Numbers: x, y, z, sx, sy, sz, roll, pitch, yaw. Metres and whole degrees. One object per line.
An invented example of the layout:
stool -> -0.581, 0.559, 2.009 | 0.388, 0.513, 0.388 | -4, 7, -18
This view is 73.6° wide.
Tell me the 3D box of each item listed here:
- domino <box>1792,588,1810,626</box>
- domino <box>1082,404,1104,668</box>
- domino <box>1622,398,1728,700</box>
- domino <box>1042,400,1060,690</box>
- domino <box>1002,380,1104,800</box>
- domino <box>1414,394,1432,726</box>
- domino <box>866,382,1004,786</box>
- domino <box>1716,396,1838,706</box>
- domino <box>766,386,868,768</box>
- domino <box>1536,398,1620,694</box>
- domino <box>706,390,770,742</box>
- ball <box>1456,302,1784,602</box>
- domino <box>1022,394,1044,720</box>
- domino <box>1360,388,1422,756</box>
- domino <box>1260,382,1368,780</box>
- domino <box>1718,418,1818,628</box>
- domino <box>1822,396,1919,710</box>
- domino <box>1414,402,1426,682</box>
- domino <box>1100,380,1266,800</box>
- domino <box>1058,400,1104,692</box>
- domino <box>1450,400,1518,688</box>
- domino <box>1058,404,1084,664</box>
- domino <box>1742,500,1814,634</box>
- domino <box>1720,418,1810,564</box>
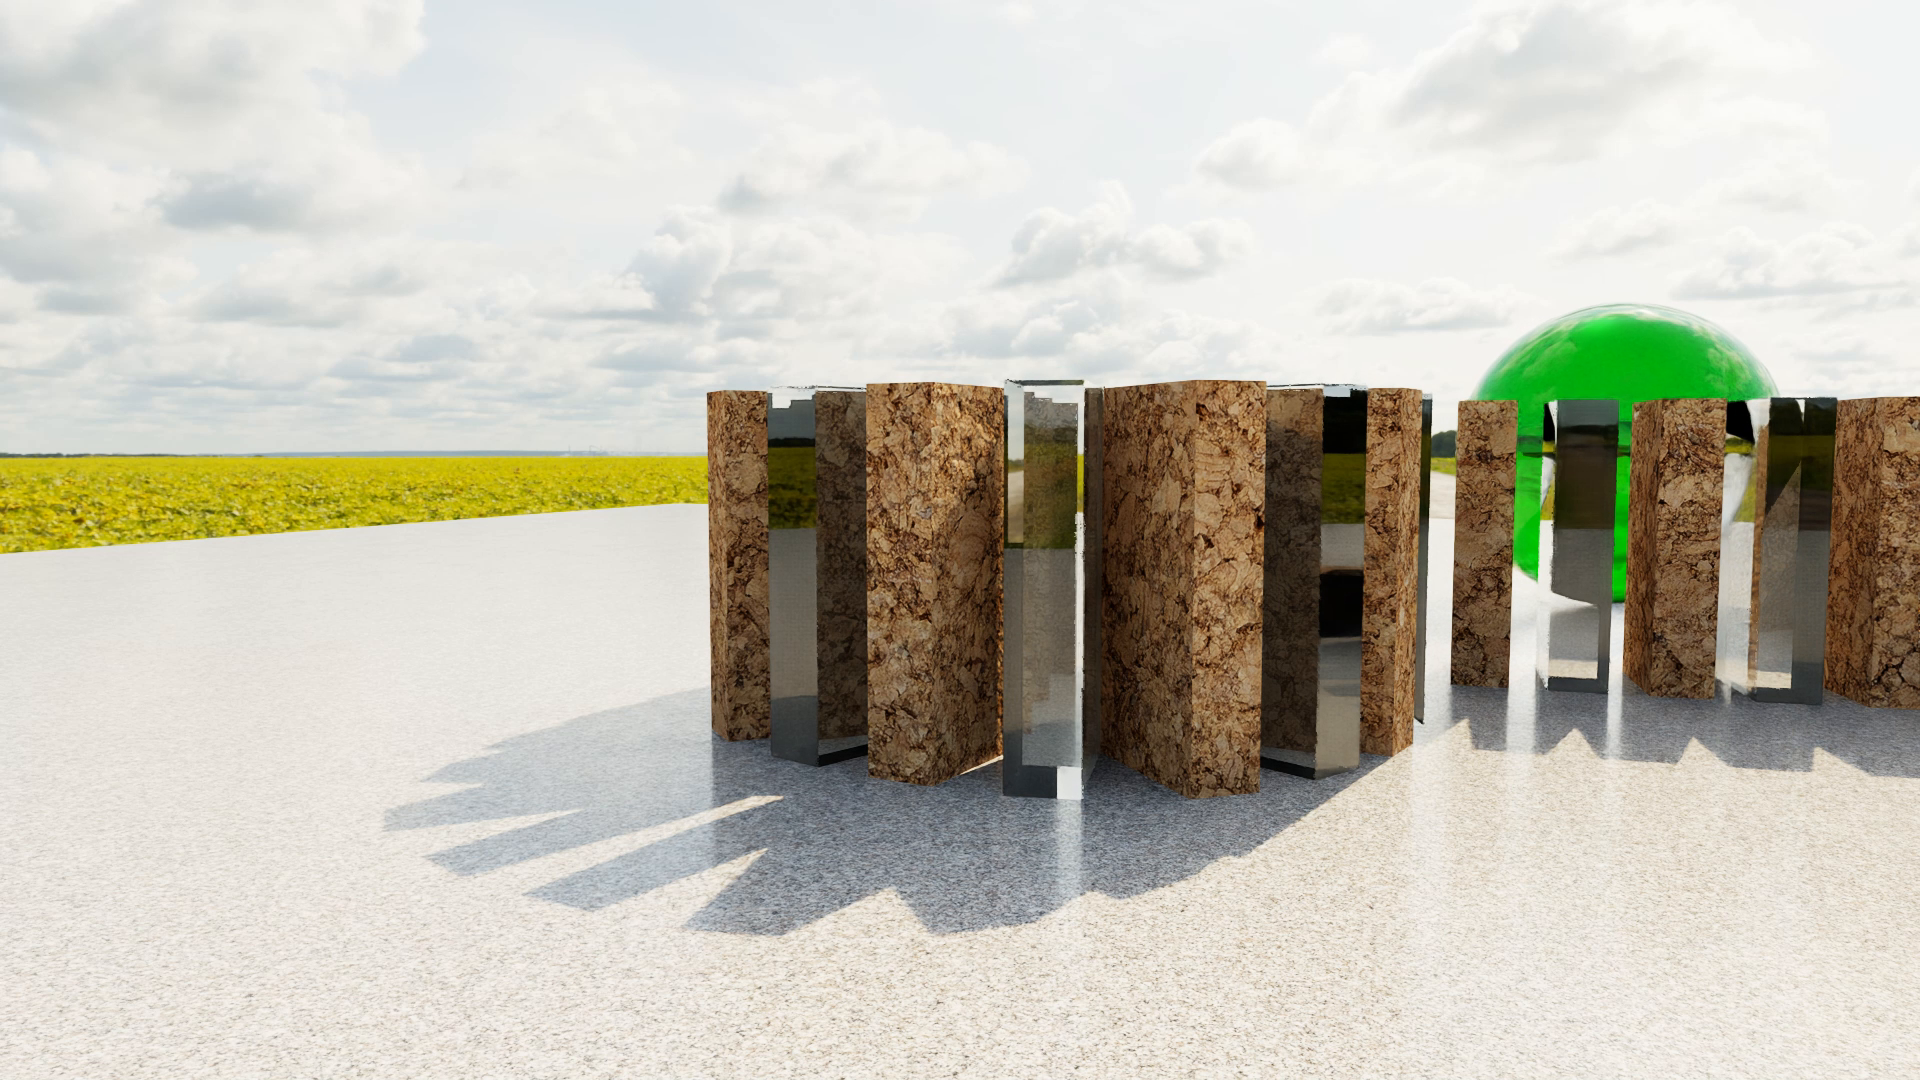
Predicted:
domino -> 0.202, -0.002, 0.273 | 0.025, 0.050, 0.010 | -2, 35, -25
domino -> 0.033, -0.001, 0.254 | 0.010, 0.050, 0.025 | 2, 5, 25
domino -> 0.125, 0.001, 0.225 | 0.010, 0.050, 0.025 | 1, 4, 17
domino -> 0.006, 0.000, 0.230 | 0.010, 0.050, 0.025 | -3, 5, -32
domino -> 0.012, 0.005, 0.165 | 0.010, 0.050, 0.025 | 1, 4, 12
domino -> 0.058, 0.003, 0.198 | 0.025, 0.050, 0.010 | 0, 4, 4
domino -> -0.001, 0.005, 0.171 | 0.010, 0.050, 0.025 | 2, 5, 29
domino -> 0.139, 0.001, 0.220 | 0.010, 0.050, 0.025 | 1, 4, 16
domino -> -0.014, 0.004, 0.180 | 0.010, 0.050, 0.025 | 4, 6, 41
domino -> 0.110, 0.000, 0.230 | 0.010, 0.050, 0.025 | 2, 5, 20
domino -> -0.024, 0.003, 0.191 | 0.025, 0.050, 0.009 | -2, 5, -26
ball -> 0.175, -0.023, 0.343 | 0.080, 0.080, 0.080 | 0, 4, 0
domino -> 0.000, 0.002, 0.201 | 0.025, 0.050, 0.010 | 0, 4, 0
domino -> 0.051, 0.004, 0.184 | 0.025, 0.050, 0.010 | 3, 5, 35
domino -> 0.041, 0.005, 0.173 | 0.010, 0.050, 0.025 | -3, 5, -39
domino -> 0.193, -0.003, 0.293 | 0.025, 0.050, 0.010 | -2, 35, -24
domino -> 0.154, 0.001, 0.216 | 0.010, 0.050, 0.025 | 1, 4, 13
domino -> 0.081, -0.001, 0.241 | 0.010, 0.050, 0.025 | 2, 5, 21
domino -> 0.028, 0.005, 0.165 | 0.010, 0.050, 0.025 | -1, 5, -19
domino -> 0.020, 0.000, 0.232 | 0.010, 0.050, 0.025 | -1, 4, -9
domino -> 0.096, 0.000, 0.235 | 0.010, 0.050, 0.025 | 2, 5, 21
domino -> 0.019, -0.002, 0.258 | 0.009, 0.050, 0.025 | 0, 4, 3
domino -> 0.198, -0.003, 0.283 | 0.025, 0.050, 0.010 | -2, 35, -24
domino -> 0.188, -0.004, 0.303 | 0.025, 0.050, 0.010 | -2, 35, -24
